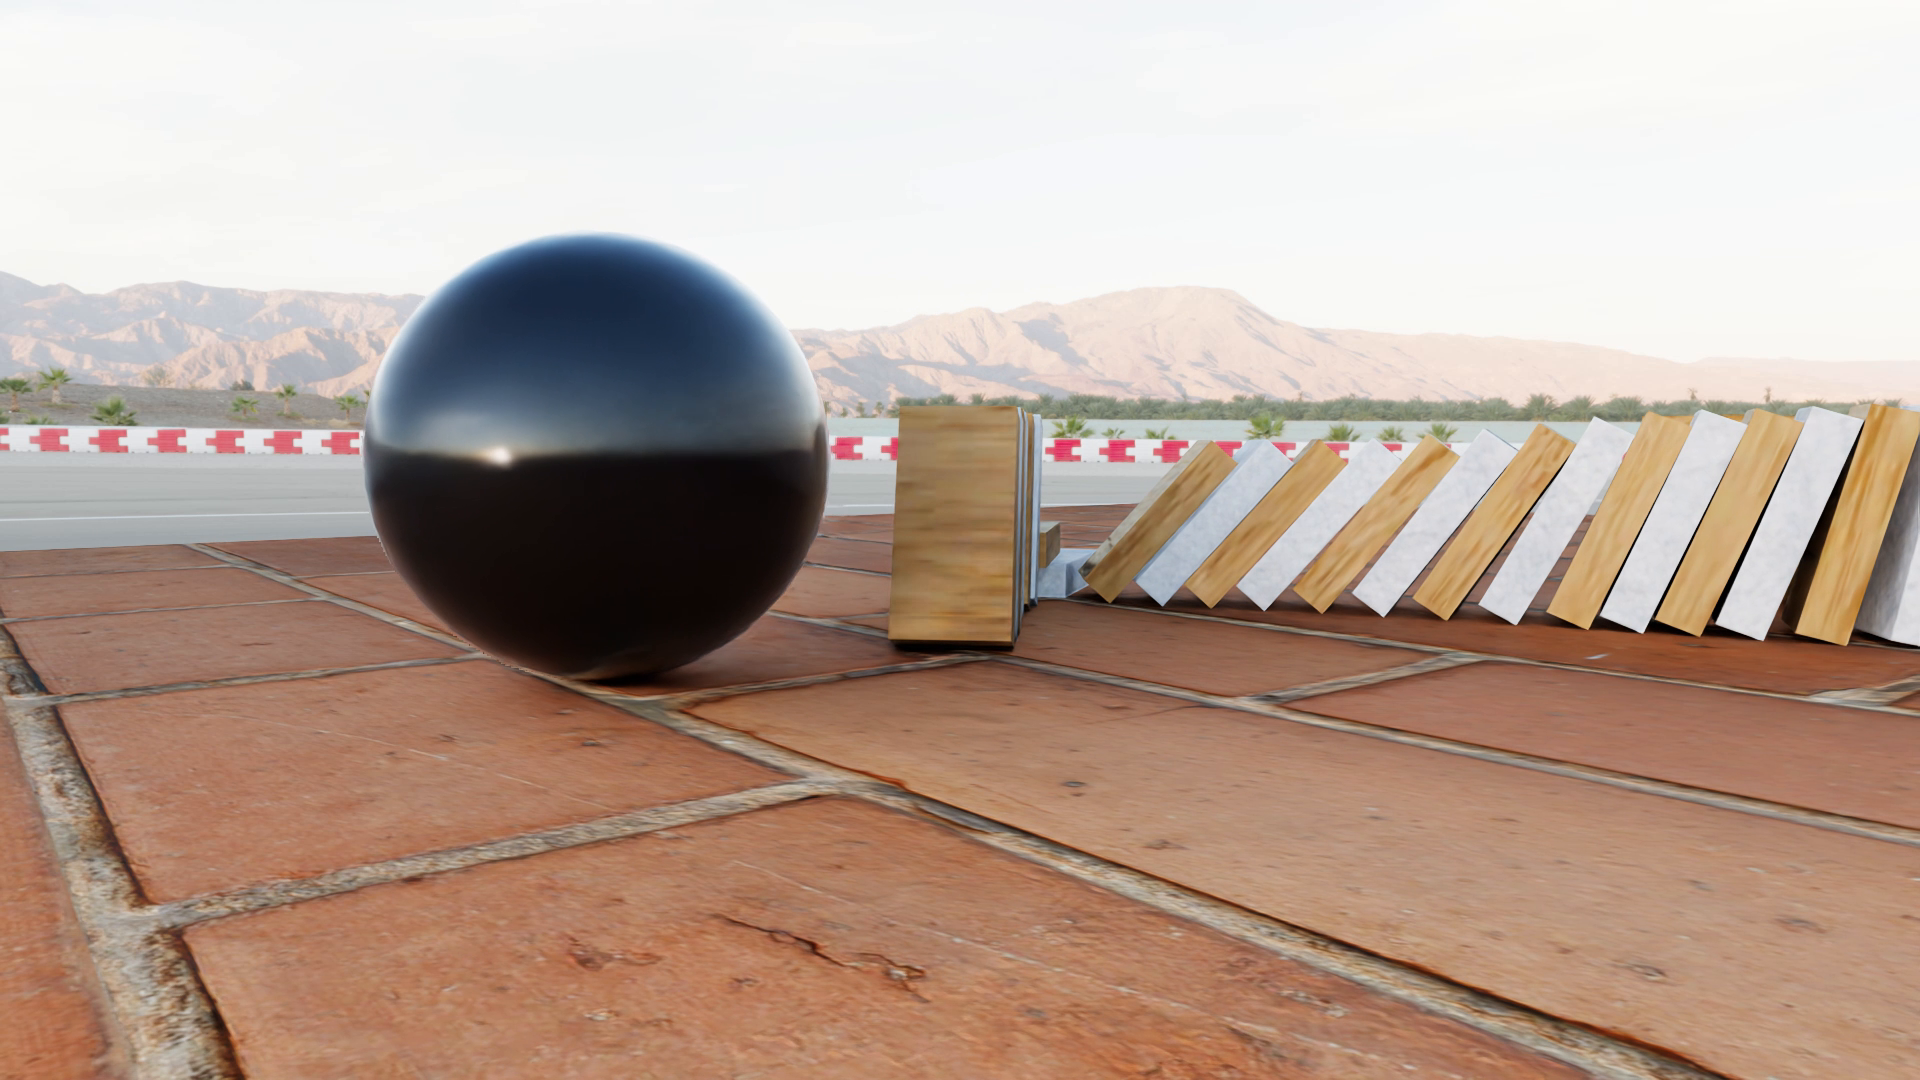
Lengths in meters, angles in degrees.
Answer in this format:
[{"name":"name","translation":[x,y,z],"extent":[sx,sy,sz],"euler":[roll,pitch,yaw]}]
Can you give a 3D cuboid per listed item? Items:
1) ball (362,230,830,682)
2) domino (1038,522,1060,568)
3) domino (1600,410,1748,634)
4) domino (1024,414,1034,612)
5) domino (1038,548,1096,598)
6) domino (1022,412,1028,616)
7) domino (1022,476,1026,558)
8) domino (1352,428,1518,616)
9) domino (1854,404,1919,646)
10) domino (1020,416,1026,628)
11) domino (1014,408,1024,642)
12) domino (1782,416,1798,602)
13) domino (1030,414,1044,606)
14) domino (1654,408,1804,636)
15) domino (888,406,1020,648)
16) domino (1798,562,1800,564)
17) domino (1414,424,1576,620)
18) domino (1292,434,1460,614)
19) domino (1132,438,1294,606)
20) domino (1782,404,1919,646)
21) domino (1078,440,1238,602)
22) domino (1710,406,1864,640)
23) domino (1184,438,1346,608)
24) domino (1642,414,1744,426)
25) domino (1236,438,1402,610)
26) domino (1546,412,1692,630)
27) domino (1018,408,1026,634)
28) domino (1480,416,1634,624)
[{"name":"ball","translation":[-0.064,-0.015,0.231],"extent":[0.080,0.080,0.080],"euler":[0,4,0]},{"name":"domino","translation":[0.014,0.001,0.368],"extent":[0.025,0.010,0.050],"euler":[1,4,9]},{"name":"domino","translation":[0.163,-0.005,0.295],"extent":[0.010,0.050,0.025],"euler":[26,15,23]},{"name":"domino","translation":[0.006,-0.007,0.330],"extent":[0.025,0.050,0.009],"euler":[1,-15,7]},{"name":"domino","translation":[0.024,0.009,0.382],"extent":[0.025,0.009,0.050],"euler":[1,4,17]},{"name":"domino","translation":[0.004,-0.007,0.319],"extent":[0.025,0.050,0.009],"euler":[1,-14,7]},{"name":"domino","translation":[0.003,-0.006,0.309],"extent":[0.025,0.050,0.010],"euler":[1,-14,7]},{"name":"domino","translation":[0.119,-0.005,0.320],"extent":[0.009,0.050,0.025],"euler":[39,18,17]},{"name":"domino","translation":[0.206,-0.003,0.275],"extent":[0.009,0.050,0.025],"euler":[12,7,14]},{"name":"domino","translation":[0.002,-0.005,0.299],"extent":[0.025,0.050,0.010],"euler":[1,-14,7]},{"name":"domino","translation":[0.000,-0.004,0.280],"extent":[0.025,0.050,0.009],"euler":[0,-14,7]},{"name":"domino","translation":[0.222,-0.009,0.358],"extent":[0.010,0.050,0.025],"euler":[0,4,3]},{"name":"domino","translation":[0.008,-0.008,0.340],"extent":[0.025,0.050,0.009],"euler":[1,-15,8]},{"name":"domino","translation":[0.173,-0.004,0.290],"extent":[0.009,0.050,0.025],"euler":[25,15,24]},{"name":"domino","translation":[-0.001,-0.003,0.270],"extent":[0.025,0.050,0.010],"euler":[0,-14,7]},{"name":"domino","translation":[0.236,-0.009,0.354],"extent":[0.010,0.050,0.025],"euler":[2,5,27]},{"name":"domino","translation":[0.131,-0.005,0.314],"extent":[0.009,0.050,0.025],"euler":[37,19,20]},{"name":"domino","translation":[0.106,-0.004,0.327],"extent":[0.009,0.050,0.025],"euler":[42,17,14]},{"name":"domino","translation":[0.066,-0.005,0.345],"extent":[0.010,0.050,0.025],"euler":[42,4,-2]},{"name":"domino","translation":[0.193,-0.004,0.279],"extent":[0.010,0.050,0.025],"euler":[16,11,25]},{"name":"domino","translation":[0.054,-0.006,0.353],"extent":[0.010,0.050,0.025],"euler":[42,4,-2]},{"name":"domino","translation":[0.182,-0.004,0.285],"extent":[0.009,0.050,0.025],"euler":[23,14,24]},{"name":"domino","translation":[0.080,-0.005,0.339],"extent":[0.009,0.050,0.025],"euler":[42,11,5]},{"name":"domino","translation":[0.197,-0.008,0.345],"extent":[0.025,0.050,0.010],"euler":[3,5,34]},{"name":"domino","translation":[0.093,-0.005,0.333],"extent":[0.009,0.050,0.025],"euler":[43,16,11]},{"name":"domino","translation":[0.154,-0.005,0.301],"extent":[0.009,0.050,0.025],"euler":[27,15,23]},{"name":"domino","translation":[0.001,-0.004,0.289],"extent":[0.025,0.050,0.009],"euler":[1,-14,7]},{"name":"domino","translation":[0.143,-0.005,0.307],"extent":[0.010,0.050,0.025],"euler":[32,17,22]}]
